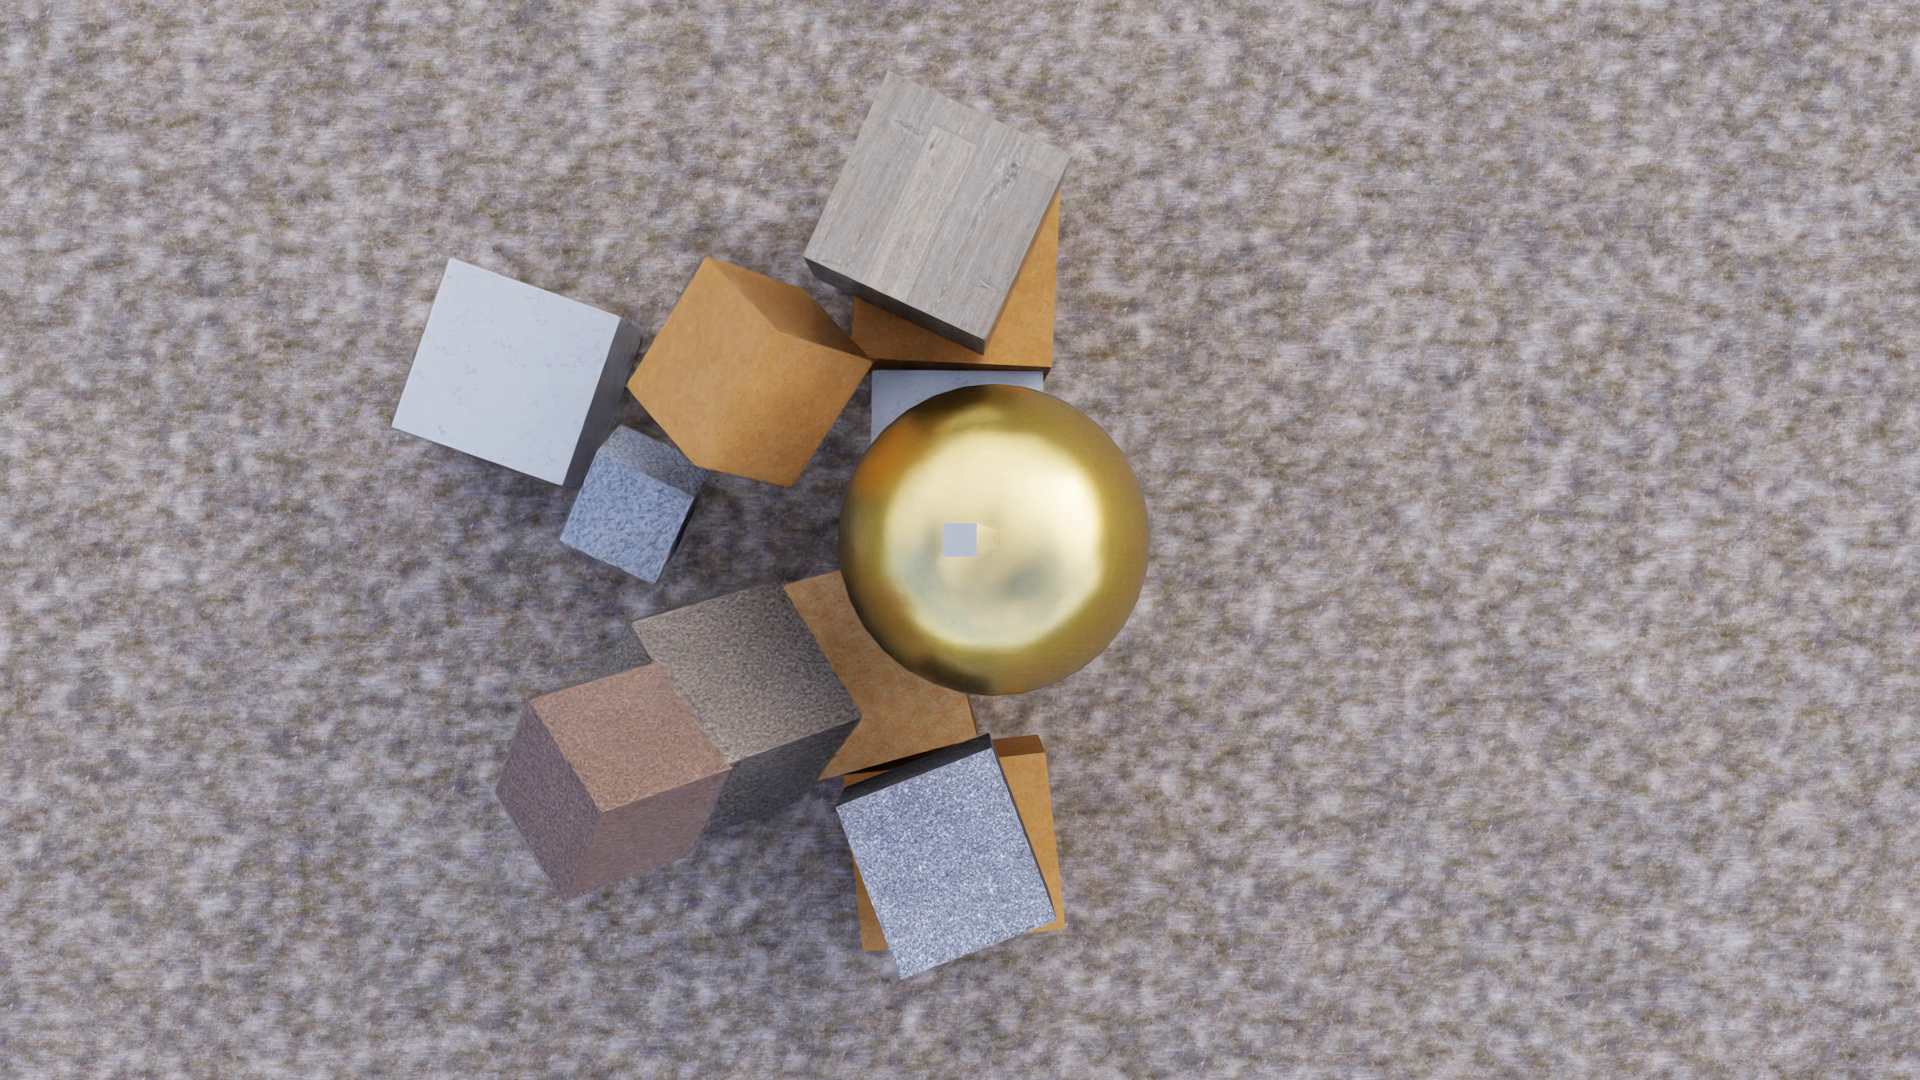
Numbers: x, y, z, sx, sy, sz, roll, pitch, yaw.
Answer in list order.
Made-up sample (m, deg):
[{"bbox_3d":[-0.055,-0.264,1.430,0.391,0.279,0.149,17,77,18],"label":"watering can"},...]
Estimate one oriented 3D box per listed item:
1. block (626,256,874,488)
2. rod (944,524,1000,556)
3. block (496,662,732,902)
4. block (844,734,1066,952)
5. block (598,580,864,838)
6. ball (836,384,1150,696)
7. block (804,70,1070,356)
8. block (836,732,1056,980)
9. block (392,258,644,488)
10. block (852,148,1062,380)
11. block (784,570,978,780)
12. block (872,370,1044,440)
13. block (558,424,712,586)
[{"bbox_3d":[-1.118,-0.884,11.687,0.725,0.739,0.840,47,111,34],"label":"block"},{"bbox_3d":[0.074,0.000,7.850,0.080,5.200,0.080,0,90,2],"label":"rod"},{"bbox_3d":[-1.733,1.196,10.951,0.755,0.740,0.715,-16,57,-39],"label":"block"},{"bbox_3d":[-0.031,1.689,12.449,1.102,1.103,0.961,-6,90,0],"label":"block"},{"bbox_3d":[-1.277,0.929,11.676,0.946,0.877,0.908,-16,64,-39],"label":"block"},{"bbox_3d":[0.172,0.000,11.249,1.600,1.600,1.600,0,90,0],"label":"ball"},{"bbox_3d":[-0.115,-1.663,11.382,1.000,0.912,1.016,25,90,0],"label":"block"},{"bbox_3d":[-0.069,1.624,11.463,0.838,0.869,0.926,-21,90,0],"label":"block"},{"bbox_3d":[-2.503,-0.928,12.562,0.997,0.877,0.988,19,90,0],"label":"block"},{"bbox_3d":[-0.018,-1.545,12.419,1.081,1.162,1.177,3,90,0],"label":"block"},{"bbox_3d":[-0.482,0.674,12.486,0.902,1.027,1.077,-15,90,0],"label":"block"},{"bbox_3d":[-0.018,-0.450,12.575,0.947,0.850,0.973,0,90,0],"label":"block"},{"bbox_3d":[-1.792,-0.204,12.222,0.575,0.610,0.560,25,107,-4],"label":"block"}]
